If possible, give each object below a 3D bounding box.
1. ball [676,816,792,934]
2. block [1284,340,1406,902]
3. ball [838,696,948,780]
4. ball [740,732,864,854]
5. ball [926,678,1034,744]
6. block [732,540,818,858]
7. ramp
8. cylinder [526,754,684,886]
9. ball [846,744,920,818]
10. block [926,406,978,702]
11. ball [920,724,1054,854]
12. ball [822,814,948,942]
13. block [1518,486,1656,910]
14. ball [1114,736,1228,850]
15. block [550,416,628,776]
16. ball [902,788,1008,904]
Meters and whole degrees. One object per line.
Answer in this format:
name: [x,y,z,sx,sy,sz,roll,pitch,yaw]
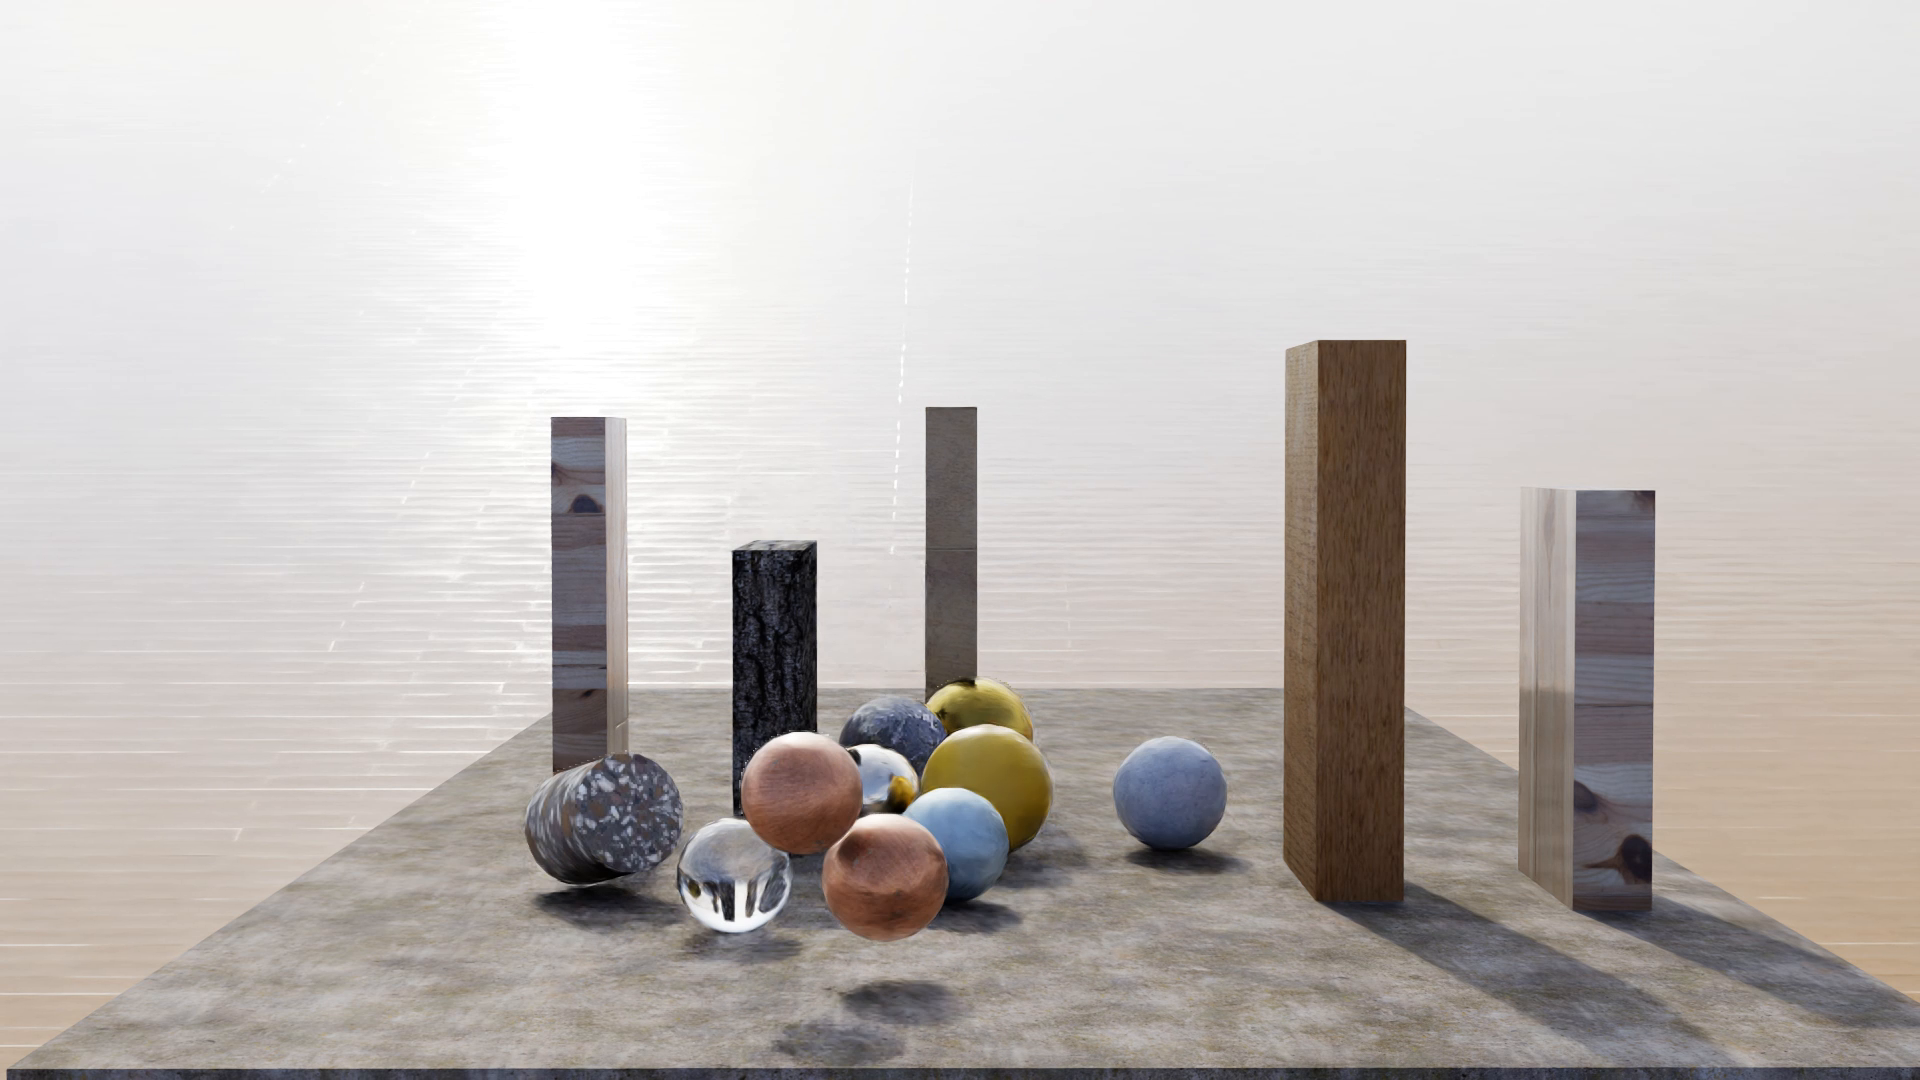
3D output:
ball: [-0.284,0.423,3.253,0.147,0.147,0.147,0,24,0]
block: [0.539,0.103,3.636,0.119,0.756,0.343,0,2,0]
ball: [-0.112,0.360,4.353,0.191,0.191,0.191,0,24,0]
ball: [-0.179,0.287,2.920,0.138,0.138,0.138,0,24,0]
ball: [0.026,0.342,4.500,0.205,0.205,0.205,0,24,0]
block: [-0.287,0.238,4.046,0.104,0.459,0.409,0,2,0]
ramp: [0.055,0.499,4.546,2.000,0.100,4.000,0,2,0]
cylinder: [-0.490,0.386,3.545,0.162,0.162,0.162,-19,-1,-36]
ball: [-0.138,0.392,3.939,0.159,0.159,0.159,0,24,0]
block: [-0.015,0.100,4.719,0.093,0.685,0.252,0,2,0]
ball: [0.040,0.375,3.847,0.199,0.199,0.199,0,24,0]
ball: [-0.087,0.390,2.982,0.148,0.148,0.148,0,24,0]
block: [0.862,0.206,3.561,0.105,0.556,0.331,0,2,0]
ball: [0.320,0.385,3.916,0.173,0.173,0.173,0,24,0]
block: [-0.630,0.123,4.397,0.091,0.664,0.280,0,2,0]
ball: [-0.012,0.411,3.464,0.155,0.155,0.155,0,24,0]
